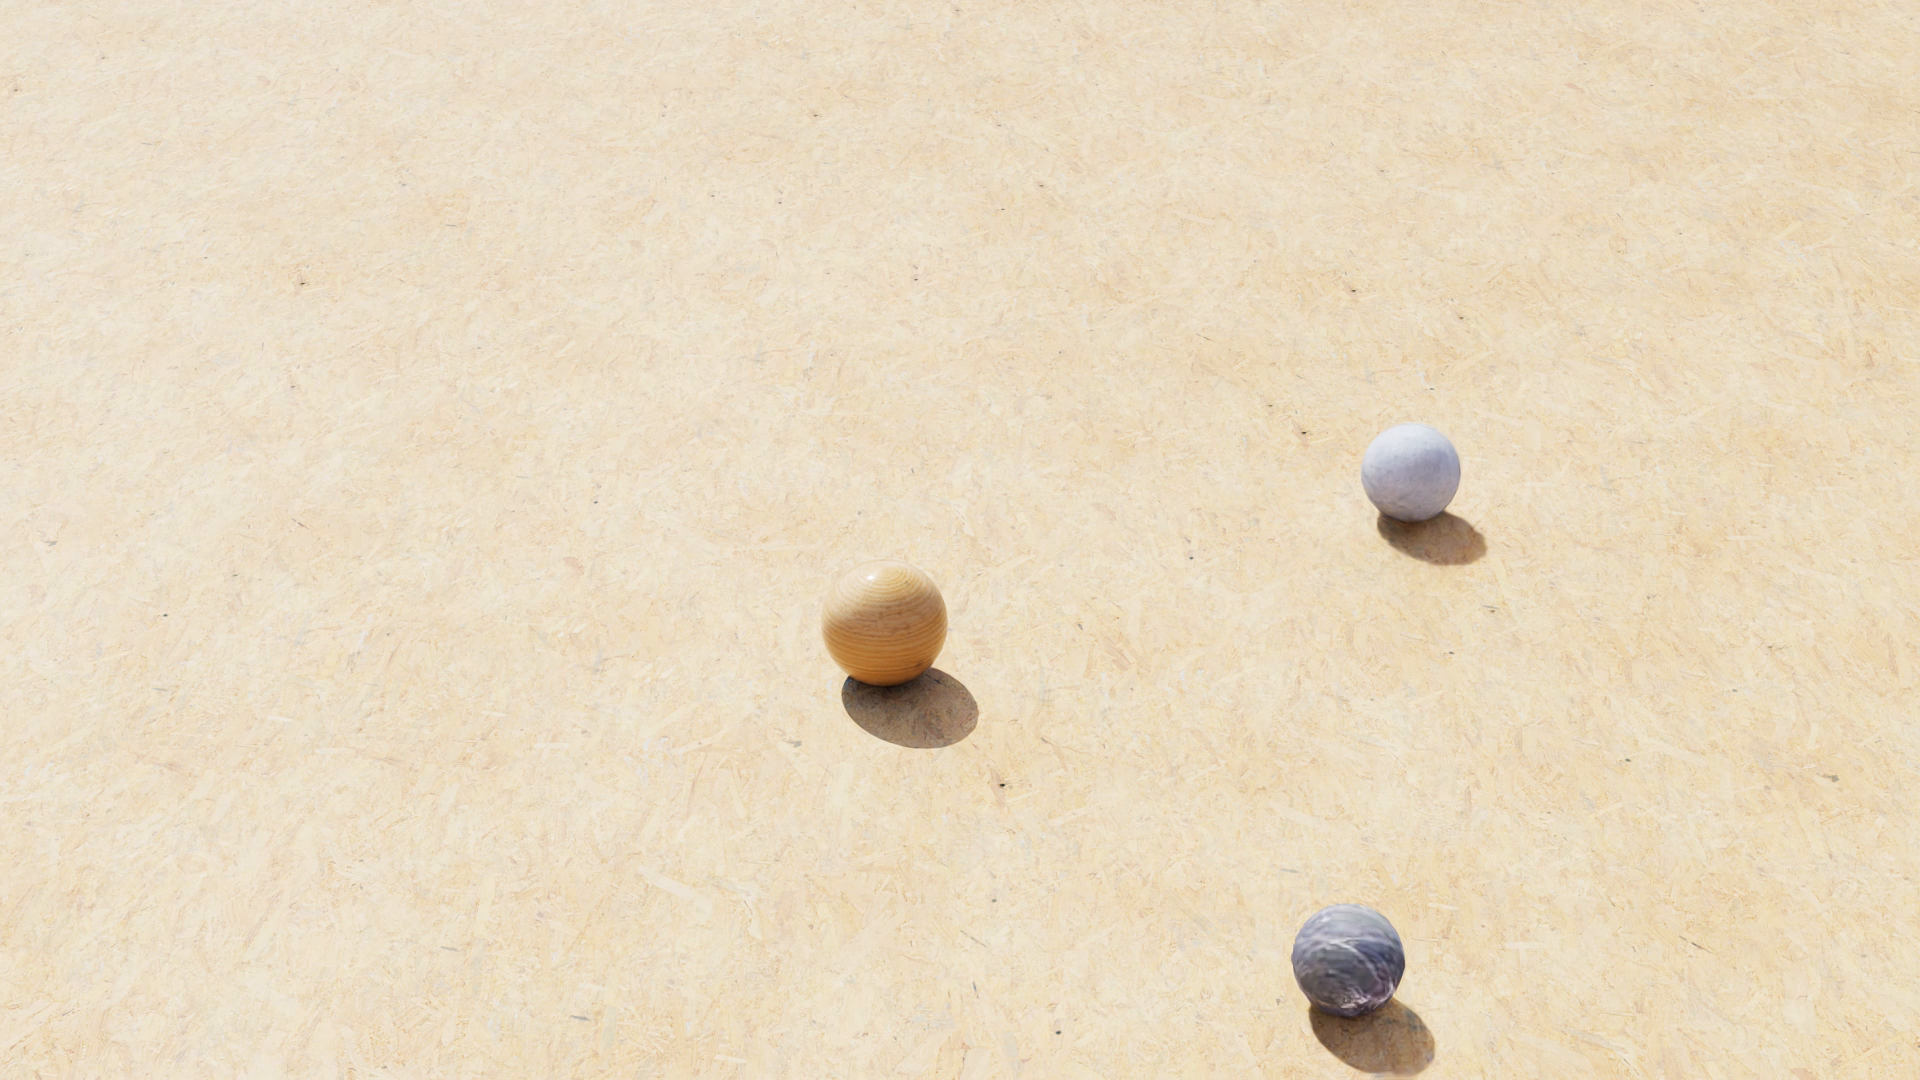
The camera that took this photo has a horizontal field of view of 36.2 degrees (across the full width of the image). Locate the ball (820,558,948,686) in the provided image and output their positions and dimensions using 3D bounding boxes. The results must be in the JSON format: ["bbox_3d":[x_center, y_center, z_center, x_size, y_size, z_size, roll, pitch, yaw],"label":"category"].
[{"bbox_3d":[-0.041,0.045,1.607,0.070,0.070,0.070,0,30,0],"label":"ball"}]

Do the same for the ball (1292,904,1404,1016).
[{"bbox_3d":[0.180,0.194,1.362,0.052,0.052,0.052,0,30,0],"label":"ball"}]

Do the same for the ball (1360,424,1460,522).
[{"bbox_3d":[0.271,-0.040,1.769,0.059,0.059,0.059,0,30,0],"label":"ball"}]
